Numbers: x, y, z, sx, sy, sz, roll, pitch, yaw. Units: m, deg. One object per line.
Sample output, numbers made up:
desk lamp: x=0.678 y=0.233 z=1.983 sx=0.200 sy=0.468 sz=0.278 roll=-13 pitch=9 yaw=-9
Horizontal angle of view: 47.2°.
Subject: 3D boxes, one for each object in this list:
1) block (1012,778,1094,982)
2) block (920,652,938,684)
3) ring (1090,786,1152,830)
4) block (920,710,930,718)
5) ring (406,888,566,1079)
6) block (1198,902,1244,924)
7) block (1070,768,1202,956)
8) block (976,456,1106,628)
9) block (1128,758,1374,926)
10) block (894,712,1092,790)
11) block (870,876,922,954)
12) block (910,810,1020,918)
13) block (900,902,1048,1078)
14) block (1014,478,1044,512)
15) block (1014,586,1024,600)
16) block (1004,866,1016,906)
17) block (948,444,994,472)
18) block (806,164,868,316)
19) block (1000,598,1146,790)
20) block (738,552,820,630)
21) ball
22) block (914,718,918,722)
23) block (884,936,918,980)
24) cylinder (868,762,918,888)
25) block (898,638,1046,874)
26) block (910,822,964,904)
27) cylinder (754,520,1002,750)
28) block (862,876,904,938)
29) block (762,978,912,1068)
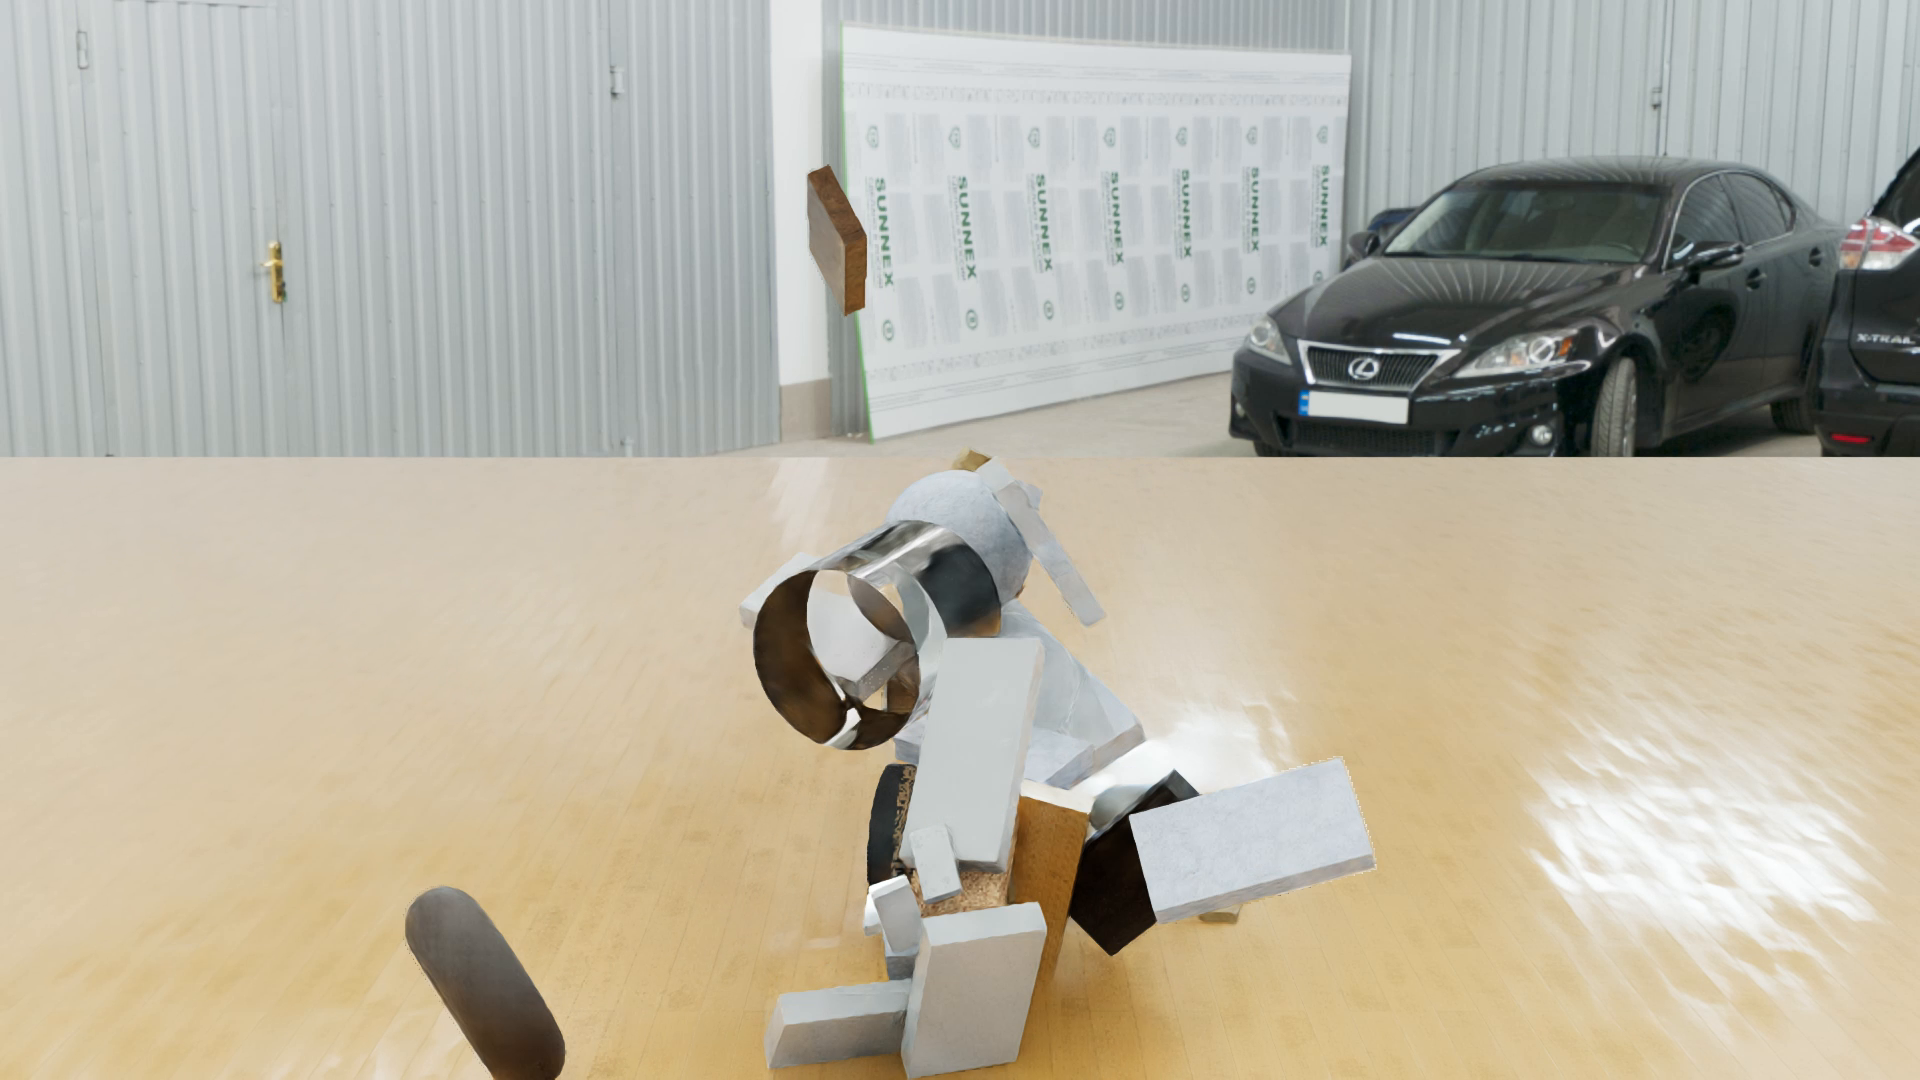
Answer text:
block: x=0.092 y=0.498 z=3.246 sx=0.154 sy=0.308 sz=0.044 roll=14 pitch=27 yaw=8
block: x=-0.001 y=0.205 z=4.047 sx=0.146 sy=0.041 sz=0.293 roll=0 pitch=11 yaw=-1
ring: x=0.335 y=0.497 z=3.988 sx=0.206 sy=0.069 sz=0.206 roll=1 pitch=9 yaw=0
block: x=-0.002 y=0.396 z=3.929 sx=0.146 sy=0.293 sz=0.041 roll=0 pitch=-11 yaw=0
ring: x=-0.615 y=0.582 z=2.847 sx=0.099 sy=0.298 sz=0.298 roll=-33 pitch=22 yaw=-19
block: x=0.429 y=0.595 z=3.594 sx=0.063 sy=0.018 sz=0.125 roll=2 pitch=11 yaw=13
block: x=0.272 y=0.485 z=3.286 sx=0.308 sy=0.154 sz=0.044 roll=-46 pitch=-1 yaw=37
block: x=0.132 y=0.004 z=3.606 sx=0.040 sy=0.285 sz=0.143 roll=-35 pitch=21 yaw=0
block: x=0.403 y=0.418 z=3.056 sx=0.308 sy=0.044 sz=0.154 roll=-16 pitch=53 yaw=4
block: x=0.052 y=0.337 z=3.509 sx=0.285 sy=0.040 sz=0.143 roll=14 pitch=29 yaw=33
block: x=-0.078 y=0.489 z=2.862 sx=0.052 sy=0.104 sz=0.015 roll=-22 pitch=35 yaw=-8
block: x=0.005 y=0.453 z=3.070 sx=0.127 sy=0.036 sz=0.254 roll=-5 pitch=25 yaw=10
block: x=0.015 y=0.592 z=2.879 sx=0.153 sy=0.305 sz=0.043 roll=-6 pitch=46 yaw=-15
block: x=0.084 y=-0.020 z=4.077 sx=0.095 sy=0.190 sz=0.027 roll=21 pitch=-15 yaw=-20
block: x=0.035 y=0.136 z=3.971 sx=0.095 sy=0.027 sz=0.190 roll=6 pitch=45 yaw=26
block: x=0.016 y=0.542 z=3.232 sx=0.127 sy=0.254 sz=0.036 roll=2 pitch=27 yaw=11
block: x=0.000 y=-0.105 z=4.274 sx=0.077 sy=0.154 sz=0.022 roll=21 pitch=18 yaw=-42
block: x=-0.256 y=-0.617 z=4.568 sx=0.049 sy=0.175 sz=0.349 roll=-25 pitch=-15 yaw=-11
block: x=0.090 y=0.222 z=3.793 sx=0.175 sy=0.049 sz=0.558 roll=-31 pitch=42 yaw=-14
block: x=-0.203 y=0.132 z=3.904 sx=0.349 sy=0.049 sz=0.175 roll=17 pitch=44 yaw=33
ball: x=-0.006 y=0.012 z=3.757 sx=0.263 sy=0.263 sz=0.263 roll=0 pitch=11 yaw=0
block: x=-0.006 y=0.315 z=4.211 sx=0.171 sy=0.342 sz=0.048 roll=0 pitch=-4 yaw=-1
block: x=-0.021 y=0.592 z=3.038 sx=0.153 sy=0.043 sz=0.305 roll=-4 pitch=-26 yaw=-1
cylinder: x=0.004 y=0.490 z=3.529 sx=0.248 sy=0.248 sz=0.248 roll=2 pitch=11 yaw=13
block: x=0.020 y=0.299 z=3.098 sx=0.143 sy=0.347 sz=0.040 roll=0 pitch=-33 yaw=19
block: x=-0.033 y=0.439 z=2.986 sx=0.052 sy=0.015 sz=0.104 roll=-19 pitch=53 yaw=5
cylinder: x=-0.129 y=0.148 z=3.537 sx=0.296 sy=0.296 sz=0.296 roll=5 pitch=18 yaw=25
block: x=-0.099 y=0.489 z=2.939 sx=0.052 sy=0.015 sz=0.104 roll=-20 pitch=20 yaw=11
block: x=-0.103 y=0.648 z=2.978 sx=0.305 sy=0.043 sz=0.153 roll=-3 pitch=-34 yaw=-17
